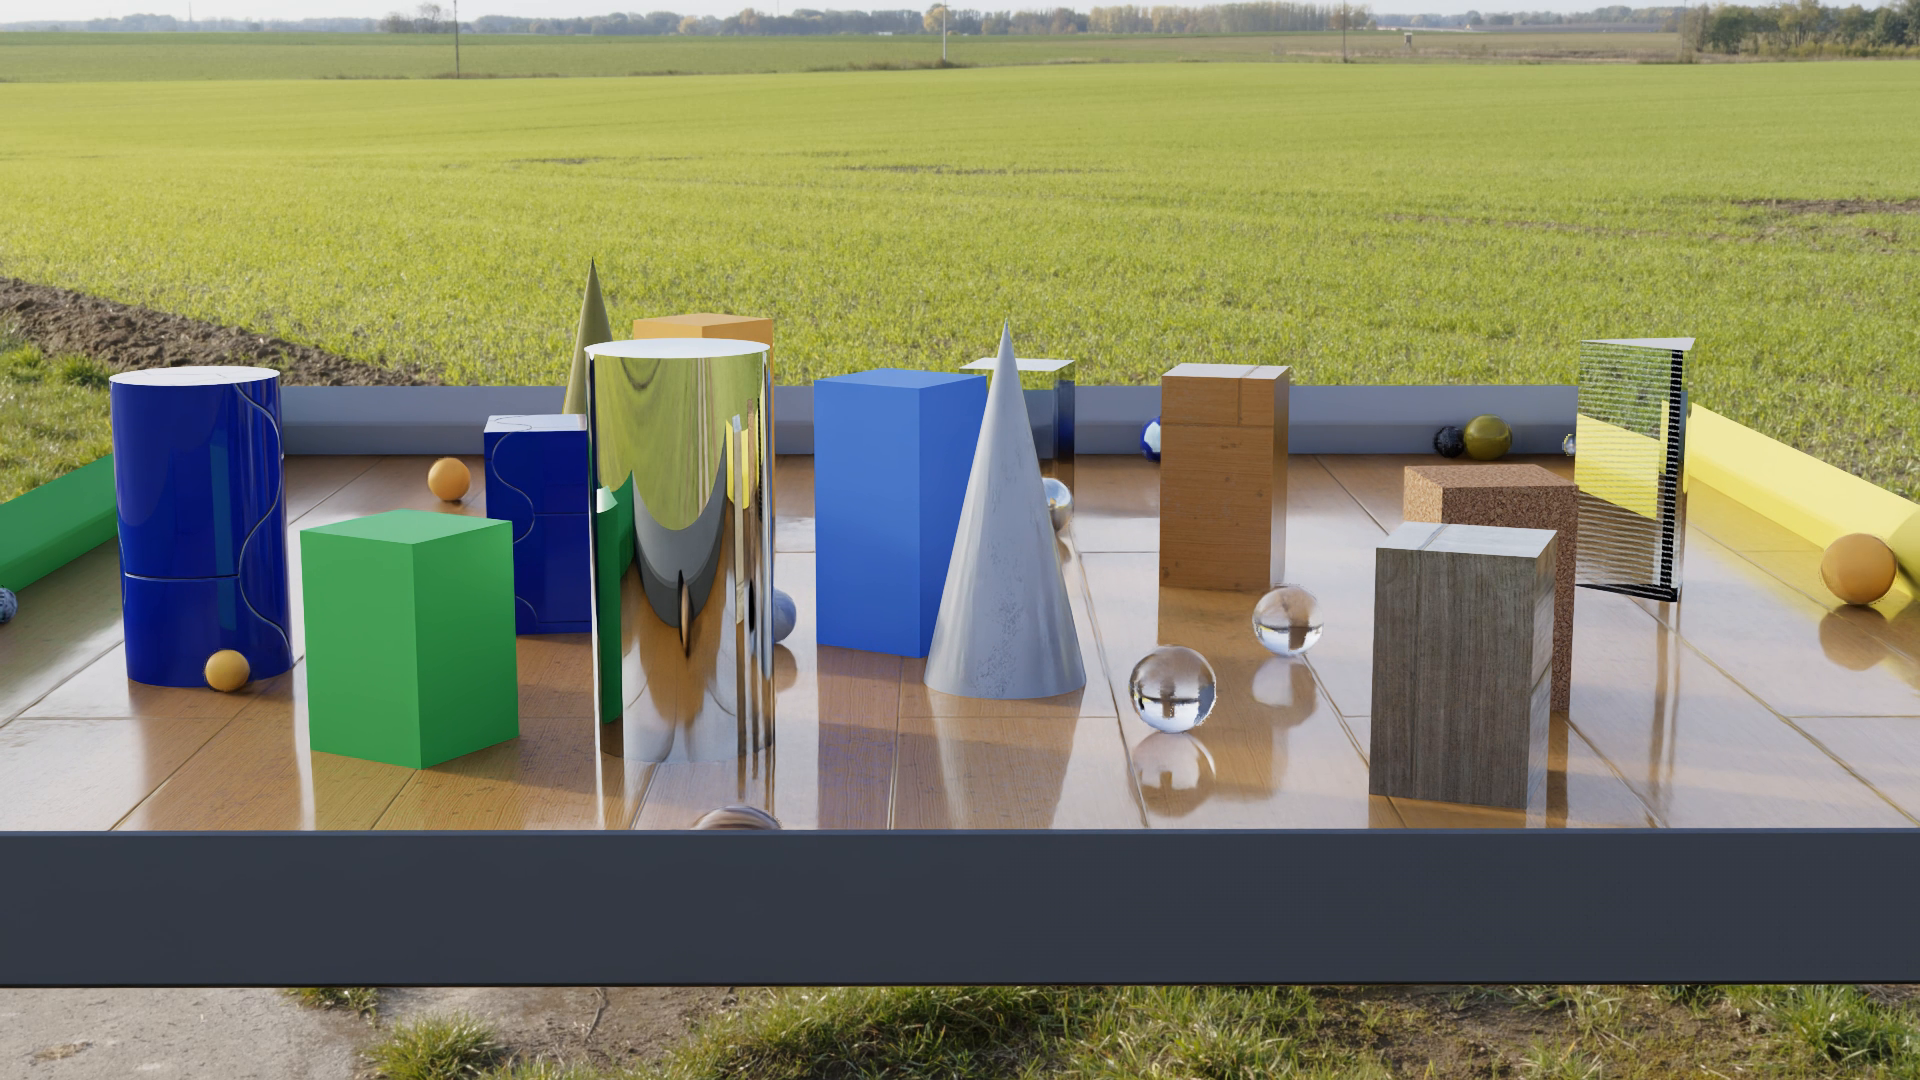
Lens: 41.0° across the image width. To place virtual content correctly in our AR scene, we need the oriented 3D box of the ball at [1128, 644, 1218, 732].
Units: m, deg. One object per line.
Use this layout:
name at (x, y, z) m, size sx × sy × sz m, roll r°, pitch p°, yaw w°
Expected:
ball at (0.235, 0.164, 2.832) m, size 0.098 × 0.098 × 0.098 m, roll 0°, pitch 10°, yaw 0°

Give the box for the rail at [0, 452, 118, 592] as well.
rail at (-1.299, 0.034, 3.442) m, size 0.045 × 0.128 × 2.862 m, roll 0°, pitch 10°, yaw 0°

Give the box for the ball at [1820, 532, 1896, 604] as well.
ball at (1.228, 0.039, 3.506) m, size 0.098 × 0.098 × 0.098 m, roll 0°, pitch 10°, yaw 0°

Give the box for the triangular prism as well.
triangular prism at (0.977, -0.105, 3.599) m, size 0.148 × 0.347 × 0.171 m, roll -9°, pitch 14°, yaw -41°

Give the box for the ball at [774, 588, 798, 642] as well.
ball at (-0.243, 0.096, 3.269) m, size 0.071 × 0.071 × 0.071 m, roll 0°, pitch 10°, yaw 0°

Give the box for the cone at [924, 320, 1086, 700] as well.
cone at (0.054, -0.047, 3.041) m, size 0.197 × 0.435 × 0.197 m, roll 0°, pitch 10°, yaw 0°

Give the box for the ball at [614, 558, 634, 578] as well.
ball at (-0.433, 0.060, 3.467) m, size 0.071 × 0.071 × 0.071 m, roll 0°, pitch 10°, yaw 0°

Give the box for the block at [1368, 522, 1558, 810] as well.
block at (0.514, 0.124, 2.618) m, size 0.158 × 0.254 × 0.158 m, roll 4°, pitch 11°, yaw 20°

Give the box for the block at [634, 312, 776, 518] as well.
block at (-0.412, -0.194, 4.143) m, size 0.158 × 0.324 × 0.158 m, roll 9°, pitch 14°, yaw 40°

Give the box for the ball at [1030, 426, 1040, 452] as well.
ball at (0.118, -0.184, 4.797) m, size 0.066 × 0.066 × 0.066 m, roll 0°, pitch 10°, yaw 0°

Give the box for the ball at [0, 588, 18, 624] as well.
ball at (-1.268, 0.087, 3.382) m, size 0.048 × 0.048 × 0.048 m, roll 0°, pitch 10°, yaw 0°

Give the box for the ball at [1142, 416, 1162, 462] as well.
ball at (0.379, -0.186, 4.741) m, size 0.089 × 0.089 × 0.089 m, roll 0°, pitch 10°, yaw 0°

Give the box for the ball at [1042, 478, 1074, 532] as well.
ball at (0.132, -0.054, 4.024) m, size 0.090 × 0.090 × 0.090 m, roll 0°, pitch 10°, yaw 0°

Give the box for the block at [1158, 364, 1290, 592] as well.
block at (0.377, -0.092, 3.657) m, size 0.158 × 0.300 × 0.158 m, roll 3°, pitch 11°, yaw 14°

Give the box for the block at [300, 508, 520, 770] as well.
block at (-0.592, 0.103, 2.770) m, size 0.158 × 0.240 × 0.158 m, roll 6°, pitch 12°, yaw 30°

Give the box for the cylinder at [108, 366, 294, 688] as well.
cylinder at (-0.916, -0.020, 3.105) m, size 0.197 × 0.360 × 0.197 m, roll 0°, pitch 10°, yaw 0°

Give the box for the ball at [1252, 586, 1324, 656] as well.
ball at (0.409, 0.101, 3.197) m, size 0.088 × 0.088 × 0.088 m, roll 0°, pitch 10°, yaw 0°

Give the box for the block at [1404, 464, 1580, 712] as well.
block at (0.610, 0.054, 2.977) m, size 0.158 × 0.261 × 0.158 m, roll -1°, pitch 11°, yaw -6°

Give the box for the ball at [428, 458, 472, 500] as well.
ball at (-0.863, -0.102, 4.336) m, size 0.072 × 0.072 × 0.072 m, roll 0°, pitch 10°, yaw 0°

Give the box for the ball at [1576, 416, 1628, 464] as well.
ball at (1.183, -0.184, 4.727) m, size 0.092 × 0.092 × 0.092 m, roll 0°, pitch 10°, yaw 0°

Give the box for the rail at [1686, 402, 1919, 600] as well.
rail at (1.299, 0.032, 3.456) m, size 0.045 × 0.128 × 2.862 m, roll 0°, pitch 10°, yaw 0°

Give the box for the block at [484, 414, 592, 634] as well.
block at (-0.539, -0.023, 3.381) m, size 0.158 × 0.265 × 0.158 m, roll -1°, pitch 11°, yaw -7°

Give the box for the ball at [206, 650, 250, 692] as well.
ball at (-0.861, 0.154, 3.015) m, size 0.051 × 0.051 × 0.051 m, roll 0°, pitch 10°, yaw 0°

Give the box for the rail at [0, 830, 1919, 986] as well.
rail at (0.008, 0.289, 2.065) m, size 2.645 × 0.128 × 0.045 m, roll 0°, pitch 10°, yaw 0°

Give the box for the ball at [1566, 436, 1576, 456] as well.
ball at (1.160, -0.177, 4.829) m, size 0.041 × 0.041 × 0.041 m, roll 0°, pitch 10°, yaw 0°

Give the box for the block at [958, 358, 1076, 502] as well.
block at (0.095, -0.169, 4.231) m, size 0.158 × 0.242 × 0.158 m, roll 3°, pitch 11°, yaw 15°

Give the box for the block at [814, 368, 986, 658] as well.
block at (-0.074, -0.039, 3.266) m, size 0.158 × 0.337 × 0.158 m, roll 7°, pitch 12°, yaw 32°

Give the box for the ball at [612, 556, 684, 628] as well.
ball at (-0.408, 0.068, 3.360) m, size 0.094 × 0.094 × 0.094 m, roll 0°, pitch 10°, yaw 0°

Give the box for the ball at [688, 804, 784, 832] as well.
ball at (-0.193, 0.278, 2.213) m, size 0.098 × 0.098 × 0.098 m, roll 0°, pitch 10°, yaw 0°

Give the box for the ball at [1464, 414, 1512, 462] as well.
ball at (0.983, -0.190, 4.770) m, size 0.088 × 0.088 × 0.088 m, roll 0°, pitch 10°, yaw 0°

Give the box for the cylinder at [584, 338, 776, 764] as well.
cylinder at (-0.301, 0.007, 2.768) m, size 0.197 × 0.430 × 0.197 m, roll 0°, pitch 10°, yaw 0°

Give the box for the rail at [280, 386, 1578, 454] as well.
rail at (-0.008, -0.223, 4.832) m, size 2.645 × 0.128 × 0.045 m, roll 0°, pitch 10°, yaw 0°

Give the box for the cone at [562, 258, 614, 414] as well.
cone at (-0.541, -0.198, 3.817) m, size 0.197 × 0.450 × 0.197 m, roll 0°, pitch 10°, yaw 0°

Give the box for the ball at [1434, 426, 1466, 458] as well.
ball at (0.920, -0.183, 4.808) m, size 0.059 × 0.059 × 0.059 m, roll 0°, pitch 10°, yaw 0°
